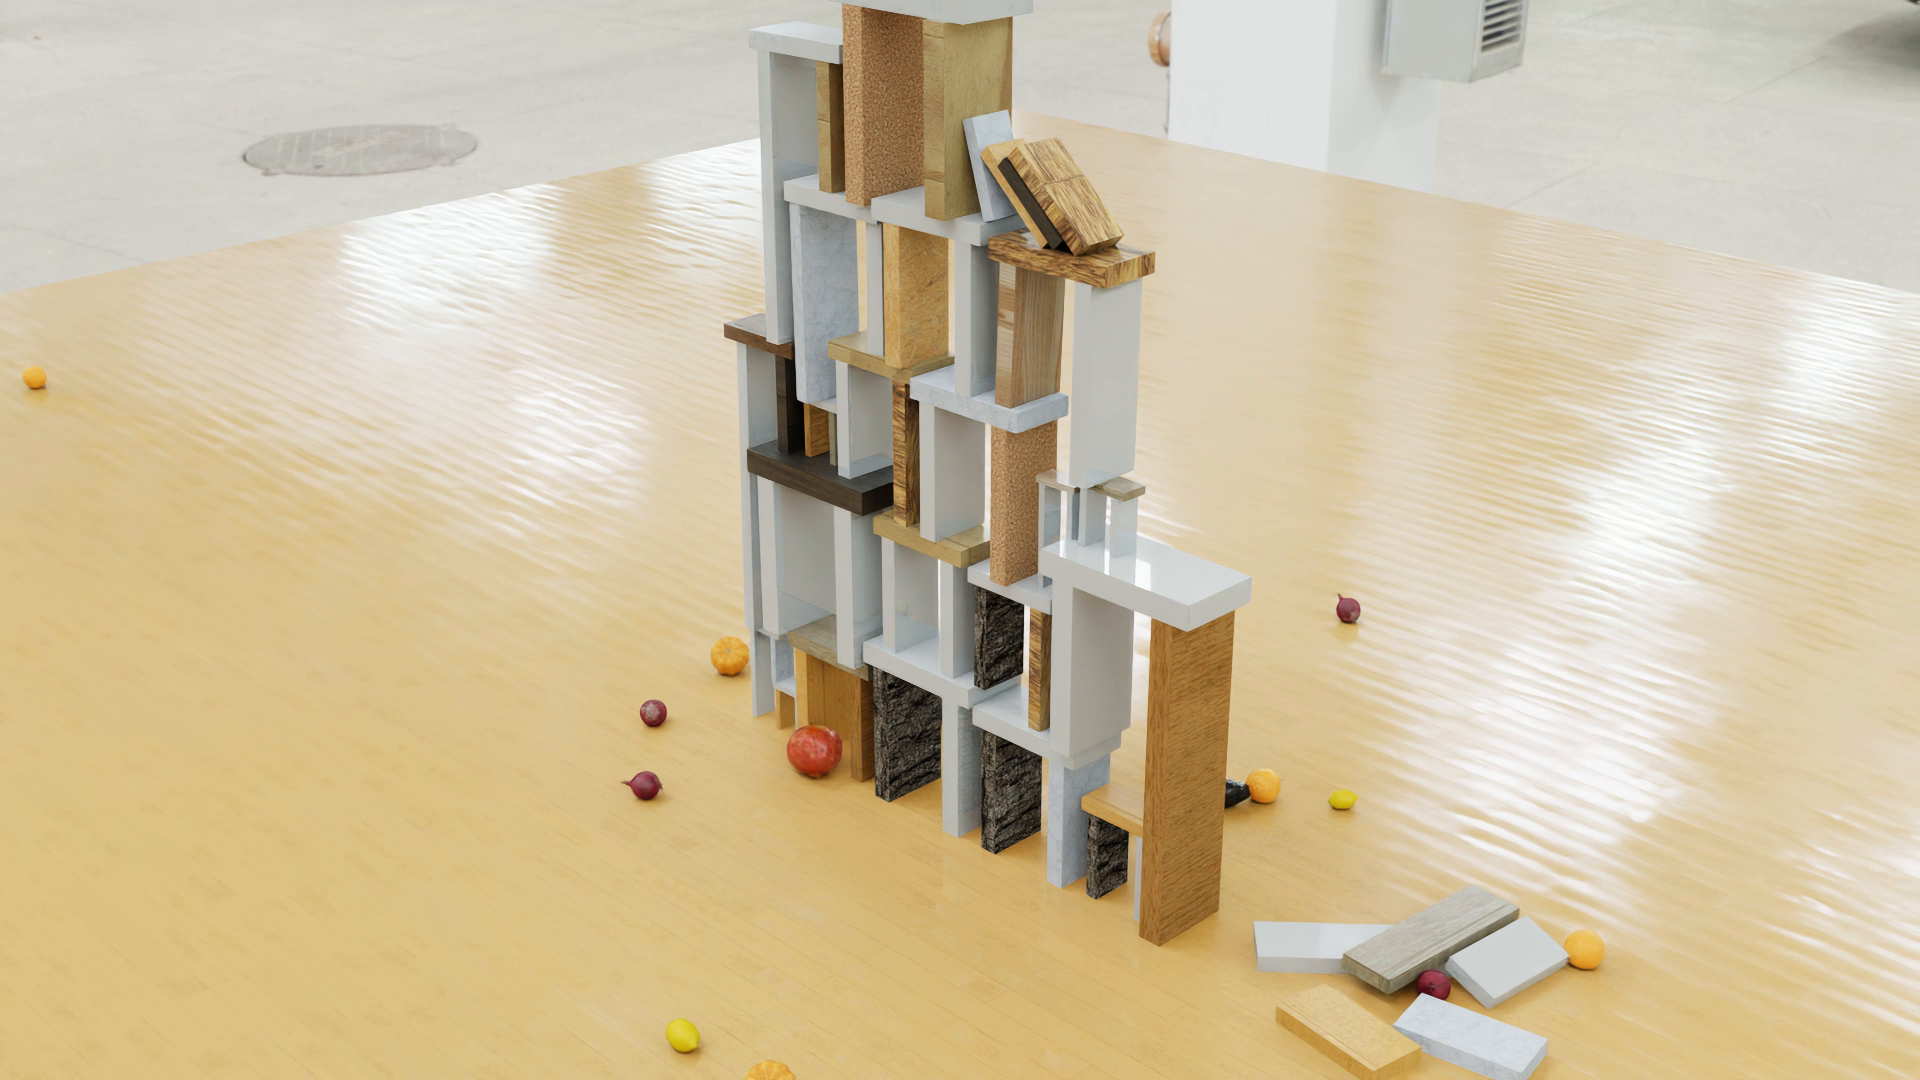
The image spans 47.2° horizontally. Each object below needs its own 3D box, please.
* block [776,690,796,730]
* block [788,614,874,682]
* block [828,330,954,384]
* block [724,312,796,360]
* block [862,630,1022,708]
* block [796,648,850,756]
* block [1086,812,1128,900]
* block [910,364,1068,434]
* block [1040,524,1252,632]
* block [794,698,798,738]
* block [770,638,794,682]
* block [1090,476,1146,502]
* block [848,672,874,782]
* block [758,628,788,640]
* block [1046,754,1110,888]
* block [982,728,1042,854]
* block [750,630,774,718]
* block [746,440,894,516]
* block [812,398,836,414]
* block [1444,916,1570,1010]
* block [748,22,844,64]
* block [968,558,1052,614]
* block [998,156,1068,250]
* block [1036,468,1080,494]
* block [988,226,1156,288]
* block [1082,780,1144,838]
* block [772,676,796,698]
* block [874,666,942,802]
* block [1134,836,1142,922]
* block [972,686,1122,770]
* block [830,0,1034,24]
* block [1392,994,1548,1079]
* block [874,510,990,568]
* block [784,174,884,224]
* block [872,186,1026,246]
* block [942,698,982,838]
[{"bbox_3d":[-0.378,0.361,4.788,0.048,0.095,0.014,-20,30,-40],"label":"block"},{"bbox_3d":[-0.230,0.221,4.572,0.244,0.035,0.122,21,31,40],"label":"block"},{"bbox_3d":[-0.129,-0.353,4.222,0.119,0.034,0.238,-21,31,-40],"label":"block"},{"bbox_3d":[-0.372,-0.413,4.451,0.206,0.029,0.103,21,31,40],"label":"block"},{"bbox_3d":[-0.037,0.245,4.369,0.297,0.042,0.149,21,31,41],"label":"block"},{"bbox_3d":[-0.290,0.327,4.677,0.035,0.244,0.122,21,31,40],"label":"block"},{"bbox_3d":[0.280,0.582,4.160,0.025,0.179,0.090,21,31,41],"label":"block"},{"bbox_3d":[0.052,-0.264,4.055,0.274,0.039,0.137,21,31,40],"label":"block"},{"bbox_3d":[0.326,0.062,3.895,0.172,0.049,0.345,-21,31,-40],"label":"block"},{"bbox_3d":[-0.333,0.379,4.746,0.014,0.095,0.048,21,31,41],"label":"block"},{"bbox_3d":[-0.384,0.252,4.755,0.052,0.104,0.015,-20,30,-40],"label":"block"},{"bbox_3d":[0.269,-0.097,3.903,0.056,0.016,0.112,-20,30,-39],"label":"block"},{"bbox_3d":[-0.172,0.371,4.574,0.035,0.244,0.122,21,31,41],"label":"block"},{"bbox_3d":[-0.407,0.187,4.754,0.104,0.015,0.052,21,30,40],"label":"block"},{"bbox_3d":[0.227,0.520,4.197,0.132,0.265,0.037,-21,31,-41],"label":"block"},{"bbox_3d":[0.102,0.471,4.312,0.037,0.265,0.132,21,31,41],"label":"block"},{"bbox_3d":[-0.433,0.283,4.821,0.052,0.213,0.015,-21,31,-41],"label":"block"},{"bbox_3d":[-0.252,-0.140,4.434,0.344,0.049,0.172,21,31,40],"label":"block"},{"bbox_3d":[-0.262,-0.279,4.391,0.056,0.016,0.113,-20,30,-40],"label":"block"},{"bbox_3d":[0.975,0.750,3.913,0.214,0.030,0.107,-18,47,-35],"label":"block"},{"bbox_3d":[-0.268,-0.932,4.115,0.245,0.035,0.122,20,30,39],"label":"block"},{"bbox_3d":[0.127,0.080,4.122,0.106,0.030,0.212,-21,31,-40],"label":"block"},{"bbox_3d":[0.149,-0.589,3.796,0.090,0.026,0.181,-22,75,-41],"label":"block"},{"bbox_3d":[0.187,-0.106,3.977,0.092,0.013,0.046,20,30,39],"label":"block"},{"bbox_3d":[0.192,-0.494,3.815,0.266,0.038,0.133,21,30,39],"label":"block"},{"bbox_3d":[0.322,0.504,4.081,0.179,0.025,0.090,21,31,41],"label":"block"},{"bbox_3d":[-0.355,0.319,4.746,0.048,0.014,0.095,-20,30,-41],"label":"block"},{"bbox_3d":[-0.107,0.374,4.499,0.042,0.297,0.149,21,31,41],"label":"block"},{"bbox_3d":[0.364,0.615,4.082,0.025,0.179,0.090,21,31,41],"label":"block"},{"bbox_3d":[0.164,0.356,4.195,0.132,0.037,0.265,-21,31,-41],"label":"block"},{"bbox_3d":[-0.054,-0.966,3.880,0.172,0.049,0.345,-21,31,-40],"label":"block"},{"bbox_3d":[0.863,0.846,3.725,0.230,0.033,0.115,16,28,32],"label":"block"},{"bbox_3d":[-0.041,-0.013,4.259,0.121,0.034,0.242,-21,31,-41],"label":"block"},{"bbox_3d":[-0.200,-0.651,4.171,0.258,0.037,0.129,21,31,40],"label":"block"},{"bbox_3d":[-0.016,-0.589,3.987,0.273,0.039,0.136,20,30,39],"label":"block"},{"bbox_3d":[0.033,0.429,4.370,0.042,0.297,0.148,21,31,41],"label":"block"}]
